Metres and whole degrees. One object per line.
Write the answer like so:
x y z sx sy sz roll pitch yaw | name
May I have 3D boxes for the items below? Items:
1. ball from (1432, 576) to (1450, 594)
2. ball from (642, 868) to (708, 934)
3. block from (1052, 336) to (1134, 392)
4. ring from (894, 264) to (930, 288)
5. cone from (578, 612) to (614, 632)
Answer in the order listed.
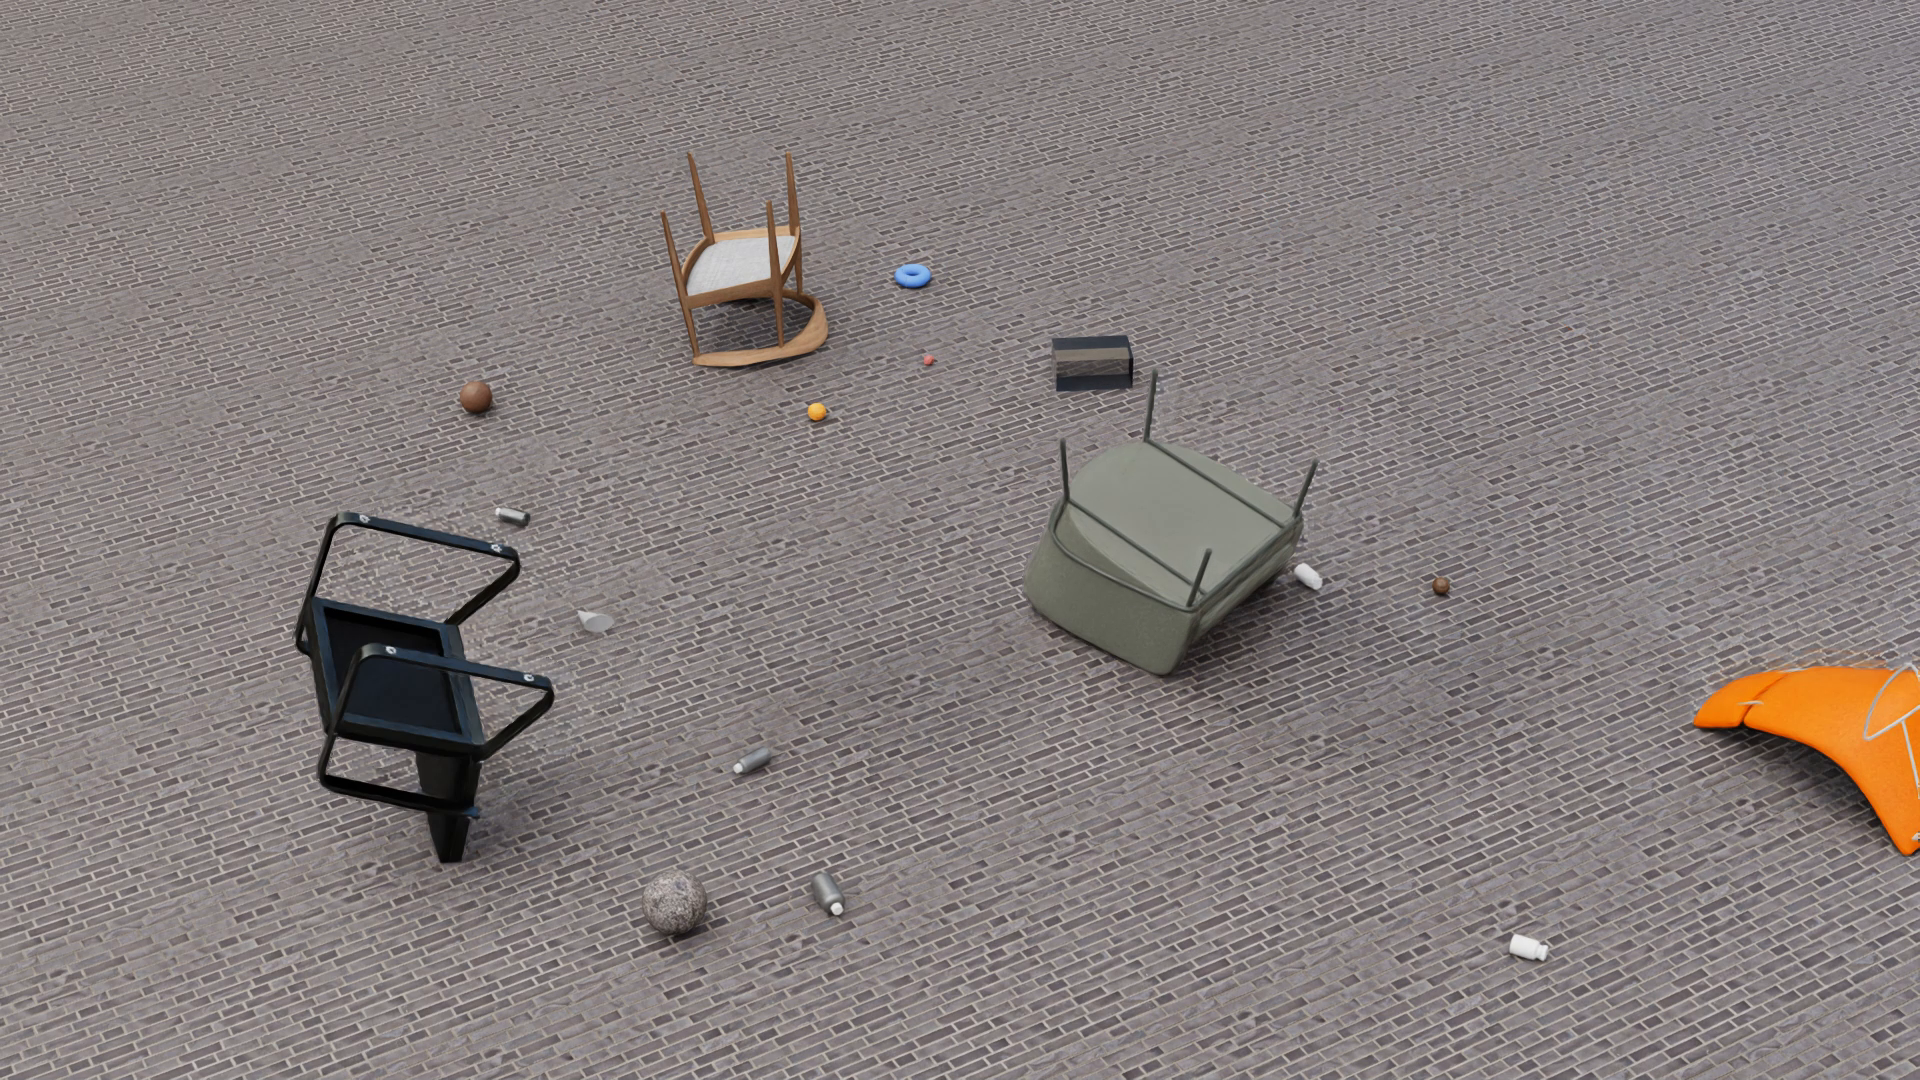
1.745 0.166 10.634 0.064 0.064 0.064 0 33 0 | ball
-0.882 1.119 9.063 0.203 0.203 0.203 0 33 0 | ball
0.536 -0.718 11.906 0.310 0.140 0.190 -3 33 -4 | block
-0.203 -1.138 12.626 0.157 0.051 0.165 -4 33 -5 | ring
-1.333 0.276 10.496 0.121 0.063 0.166 -3 14 -35 | cone
